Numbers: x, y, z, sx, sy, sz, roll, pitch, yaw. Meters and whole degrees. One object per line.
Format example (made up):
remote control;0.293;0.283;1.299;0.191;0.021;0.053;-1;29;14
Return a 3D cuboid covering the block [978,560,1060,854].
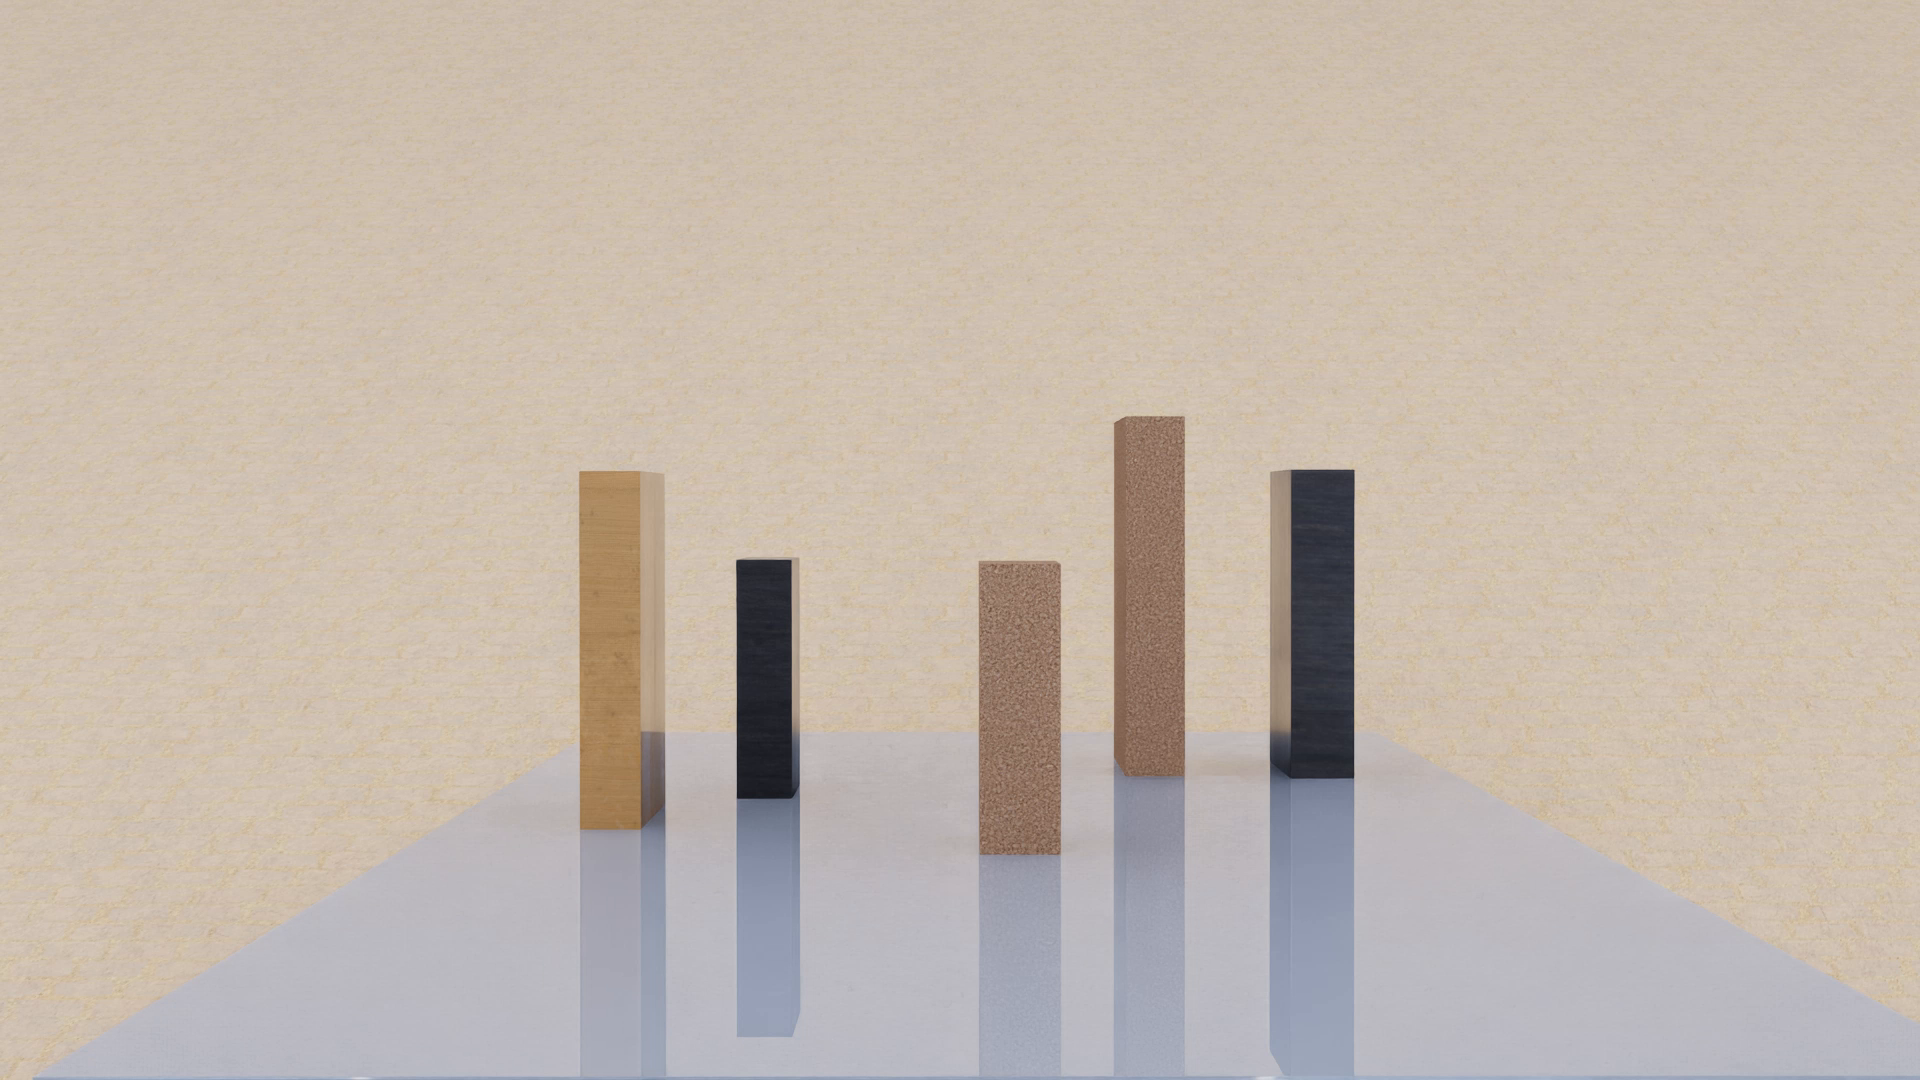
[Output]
block;0.100;0.278;4.391;0.134;0.481;0.247;0;1;0

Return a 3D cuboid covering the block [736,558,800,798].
block;-0.386;0.273;5.218;0.109;0.471;0.255;0;1;0

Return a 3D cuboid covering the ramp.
ramp;0.063;0.566;4.606;2.000;0.100;4.000;0;1;0

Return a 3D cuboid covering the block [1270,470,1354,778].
block;0.767;0.176;5.647;0.135;0.654;0.364;0;1;0

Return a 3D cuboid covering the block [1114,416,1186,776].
block;0.417;0.118;5.721;0.126;0.768;0.423;0;1;0

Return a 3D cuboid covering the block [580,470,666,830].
block;-0.624;0.194;4.796;0.109;0.639;0.386;0;1;0
